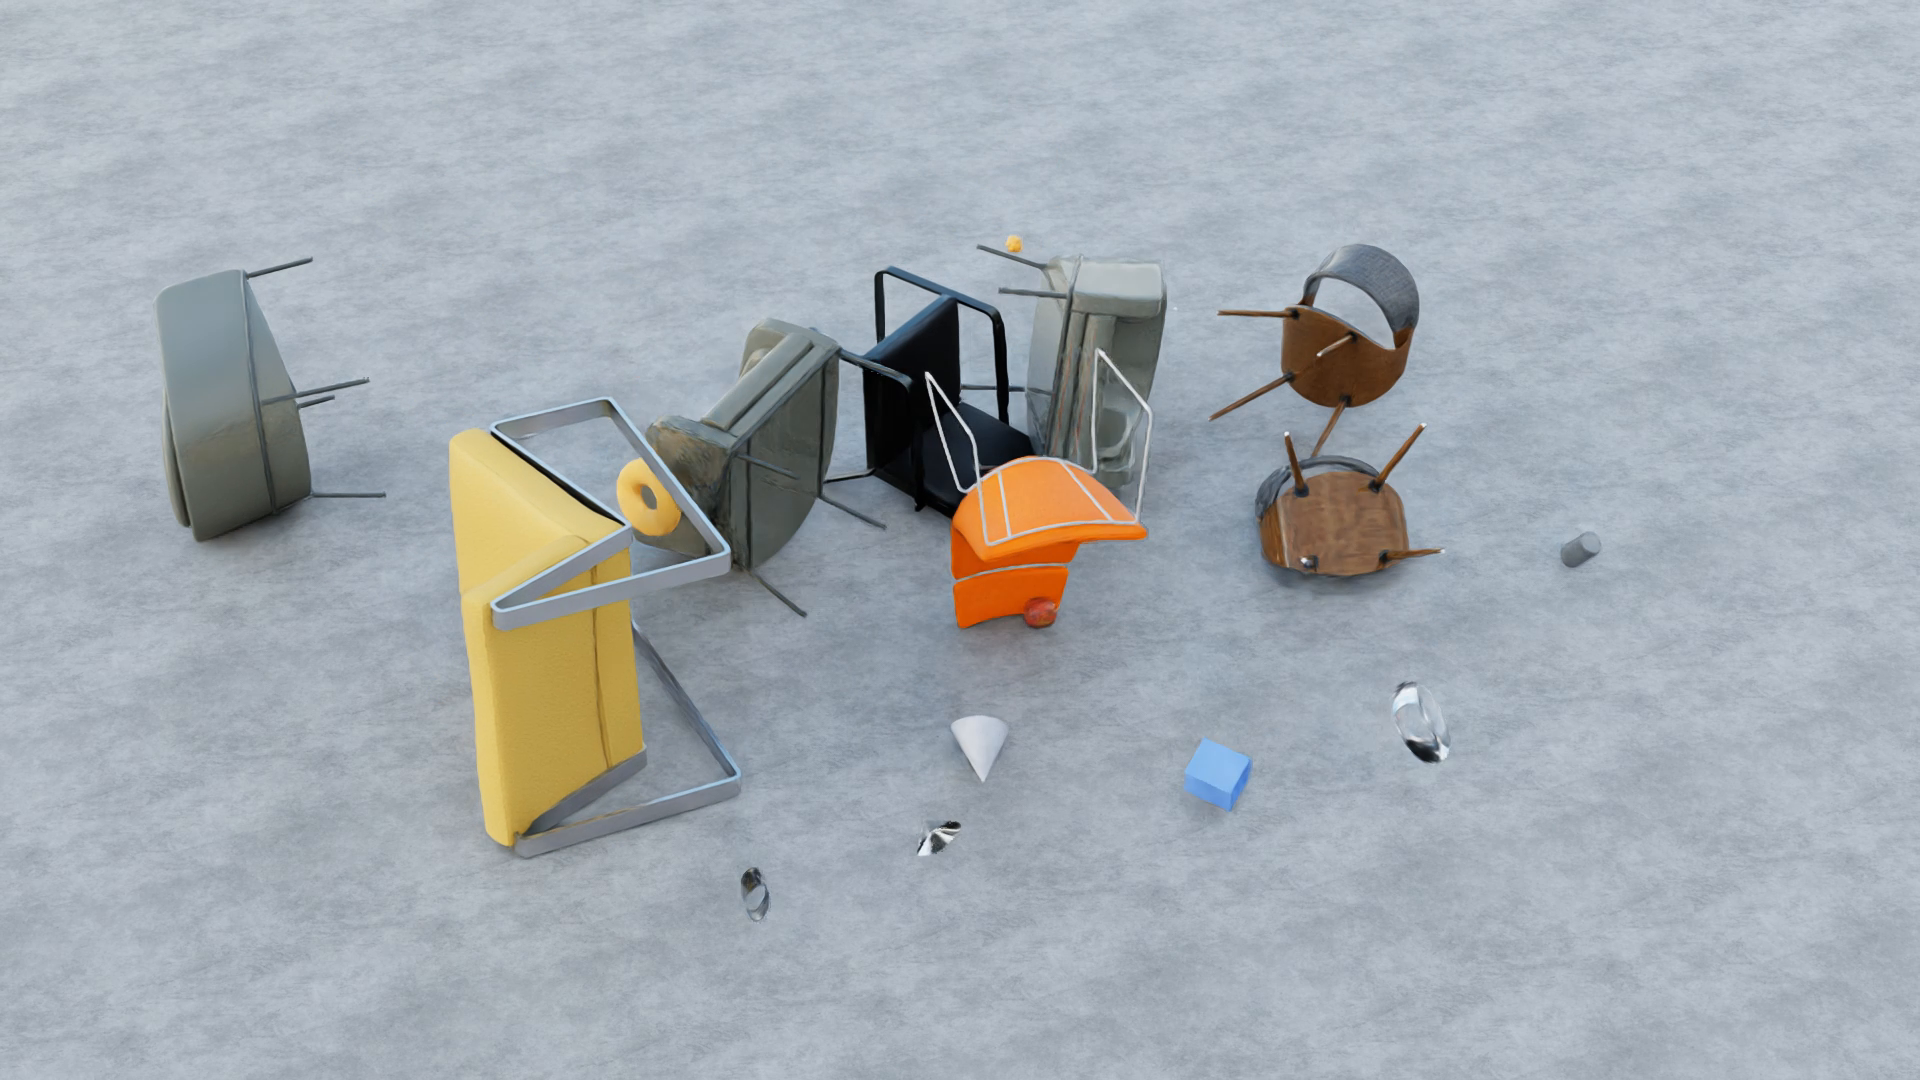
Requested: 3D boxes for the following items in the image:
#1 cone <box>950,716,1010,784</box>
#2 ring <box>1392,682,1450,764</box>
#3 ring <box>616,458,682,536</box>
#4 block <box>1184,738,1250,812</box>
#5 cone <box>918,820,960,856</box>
[{"bbox_3d":[0.072,0.720,9.769,0.183,0.217,0.200,-24,55,32],"label":"cone"},{"bbox_3d":[1.541,0.609,9.798,0.088,0.280,0.422,-32,8,21],"label":"ring"},{"bbox_3d":[-1.077,-0.147,10.161,0.064,0.282,0.380,-25,5,-36],"label":"ring"},{"bbox_3d":[0.841,0.767,9.595,0.168,0.126,0.146,24,62,18],"label":"block"},{"bbox_3d":[-0.092,0.929,9.426,0.168,0.094,0.105,-37,44,-3],"label":"cone"}]
